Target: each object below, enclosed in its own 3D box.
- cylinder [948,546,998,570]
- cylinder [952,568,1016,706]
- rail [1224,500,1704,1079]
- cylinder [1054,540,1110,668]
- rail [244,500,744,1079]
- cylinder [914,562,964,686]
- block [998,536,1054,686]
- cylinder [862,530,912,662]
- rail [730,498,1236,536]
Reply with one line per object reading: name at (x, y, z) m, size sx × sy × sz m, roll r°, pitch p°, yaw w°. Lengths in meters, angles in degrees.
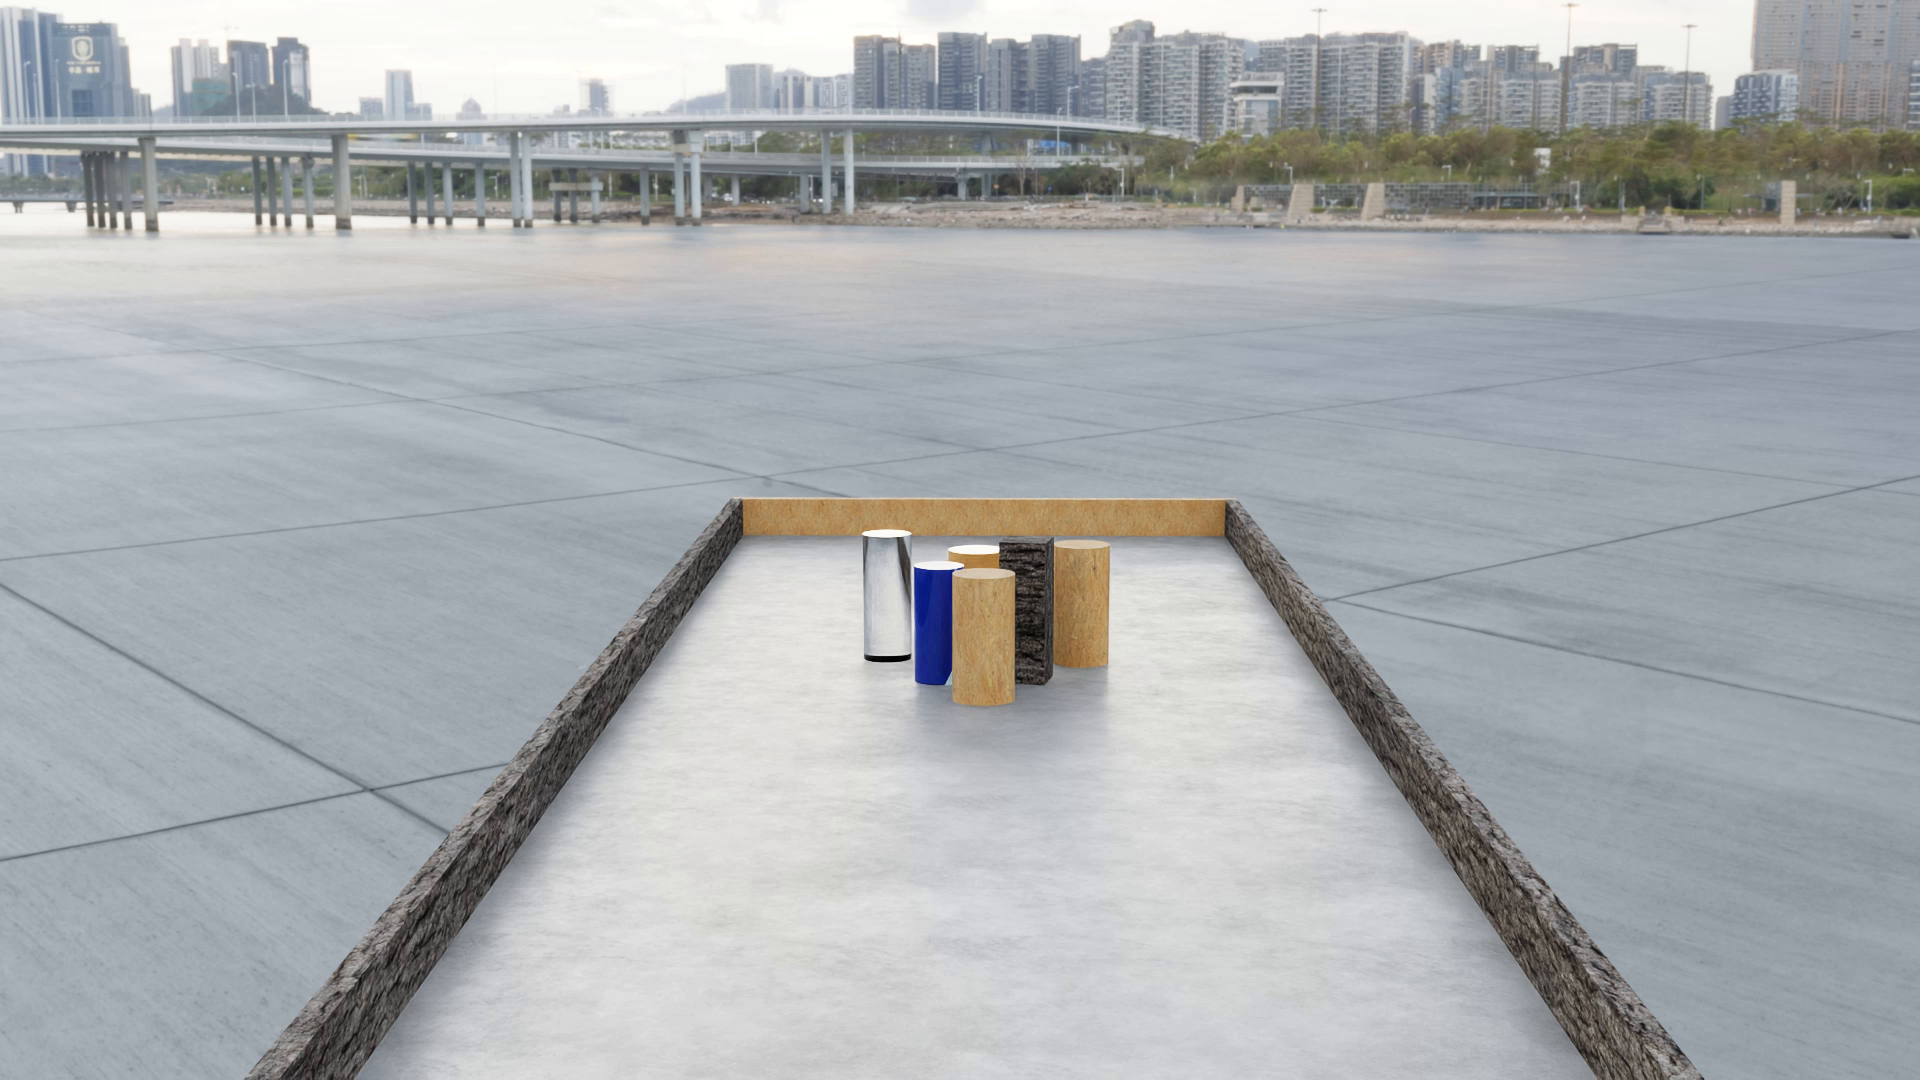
cylinder at (0.049, 0.195, 6.702) m, size 0.170 × 0.336 × 0.170 m, roll 0°, pitch 9°, yaw 0°
cylinder at (0.066, 0.270, 6.164) m, size 0.176 × 0.358 × 0.176 m, roll 0°, pitch 9°, yaw 0°
rail at (1.046, 0.843, 3.208) m, size 0.050 × 0.150 × 12.000 m, roll 0°, pitch 9°, yaw 1°
cylinder at (0.365, 0.191, 6.652) m, size 0.173 × 0.361 × 0.173 m, roll 0°, pitch 9°, yaw 0°
rail at (-1.004, 0.839, 3.234) m, size 0.050 × 0.150 × 12.000 m, roll 0°, pitch 9°, yaw 1°
cylinder at (-0.061, 0.241, 6.402) m, size 0.144 × 0.340 × 0.144 m, roll 0°, pitch 9°, yaw 0°
block at (0.193, 0.203, 6.405) m, size 0.135 × 0.414 × 0.135 m, roll 2°, pitch 9°, yaw 13°
cylinder at (-0.222, 0.170, 6.707) m, size 0.148 × 0.385 × 0.148 m, roll 0°, pitch 9°, yaw 0°
rail at (0.099, -0.098, 9.147) m, size 2.100 × 0.150 × 0.050 m, roll 0°, pitch 9°, yaw 1°
